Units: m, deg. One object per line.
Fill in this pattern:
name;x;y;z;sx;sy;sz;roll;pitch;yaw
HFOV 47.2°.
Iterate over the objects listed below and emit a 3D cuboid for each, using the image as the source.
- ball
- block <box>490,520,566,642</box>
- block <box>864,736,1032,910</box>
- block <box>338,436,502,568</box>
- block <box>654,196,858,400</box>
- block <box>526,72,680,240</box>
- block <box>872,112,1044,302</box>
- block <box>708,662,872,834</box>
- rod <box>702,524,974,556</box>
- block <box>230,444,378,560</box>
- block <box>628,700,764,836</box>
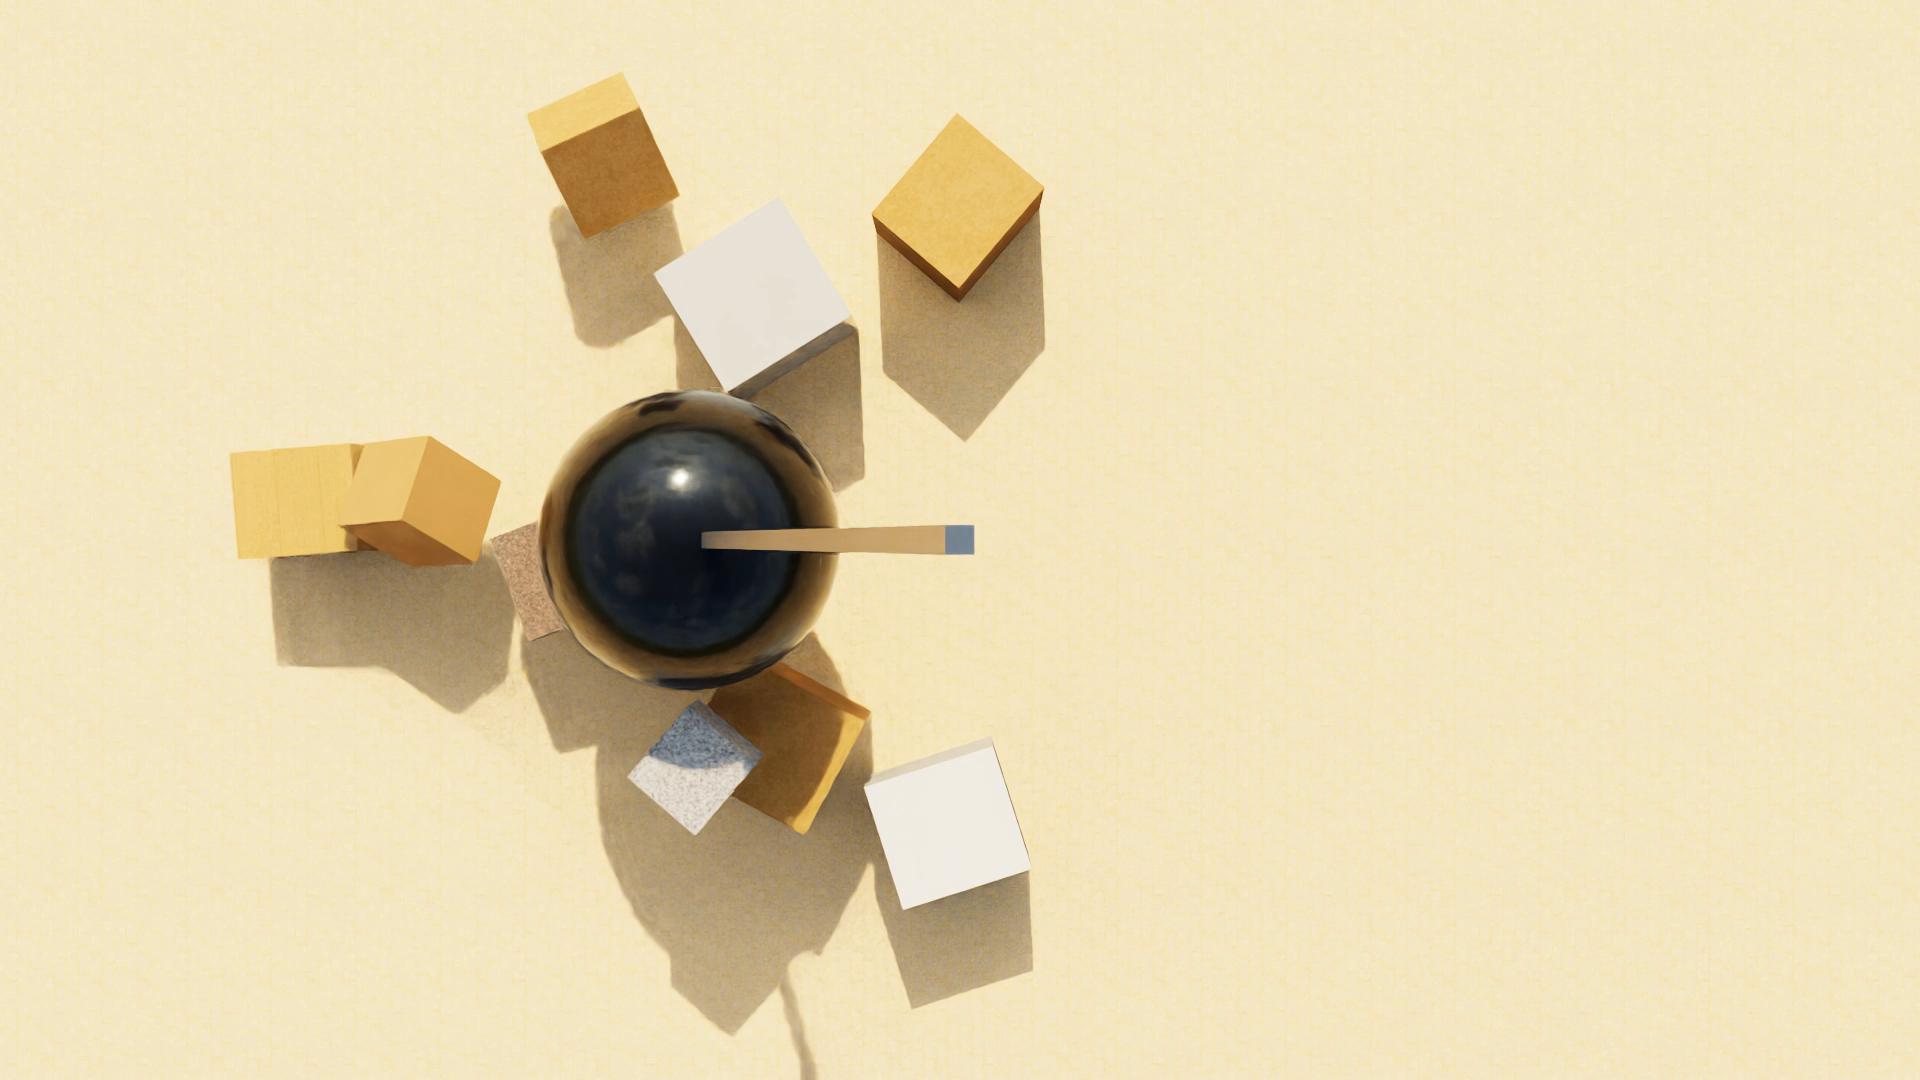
ball;-1.430;0.000;11.661;1.600;1.600;1.600;0;90;0
block;-2.209;0.161;12.631;0.604;0.663;0.614;-21;90;8
block;-0.067;1.617;12.673;0.758;0.655;0.722;-18;90;0
block;-3.040;-0.208;12.384;0.540;0.573;0.516;-4;63;35
block;-1.148;-1.361;12.592;0.818;0.817;0.773;-32;90;0
block;-2.028;-2.189;12.510;0.598;0.548;0.592;-25;127;-3
block;-0.011;-1.889;12.613;0.640;0.773;0.737;40;90;0
block;-1.053;1.133;12.614;0.817;0.771;0.716;28;90;0
rod;-0.620;0.000;8.359;0.080;5.200;0.080;0;90;-14
block;-3.724;-0.218;12.673;0.697;0.599;0.603;-4;90;5
block;-1.429;1.229;11.970;0.479;0.517;0.499;40;90;0
